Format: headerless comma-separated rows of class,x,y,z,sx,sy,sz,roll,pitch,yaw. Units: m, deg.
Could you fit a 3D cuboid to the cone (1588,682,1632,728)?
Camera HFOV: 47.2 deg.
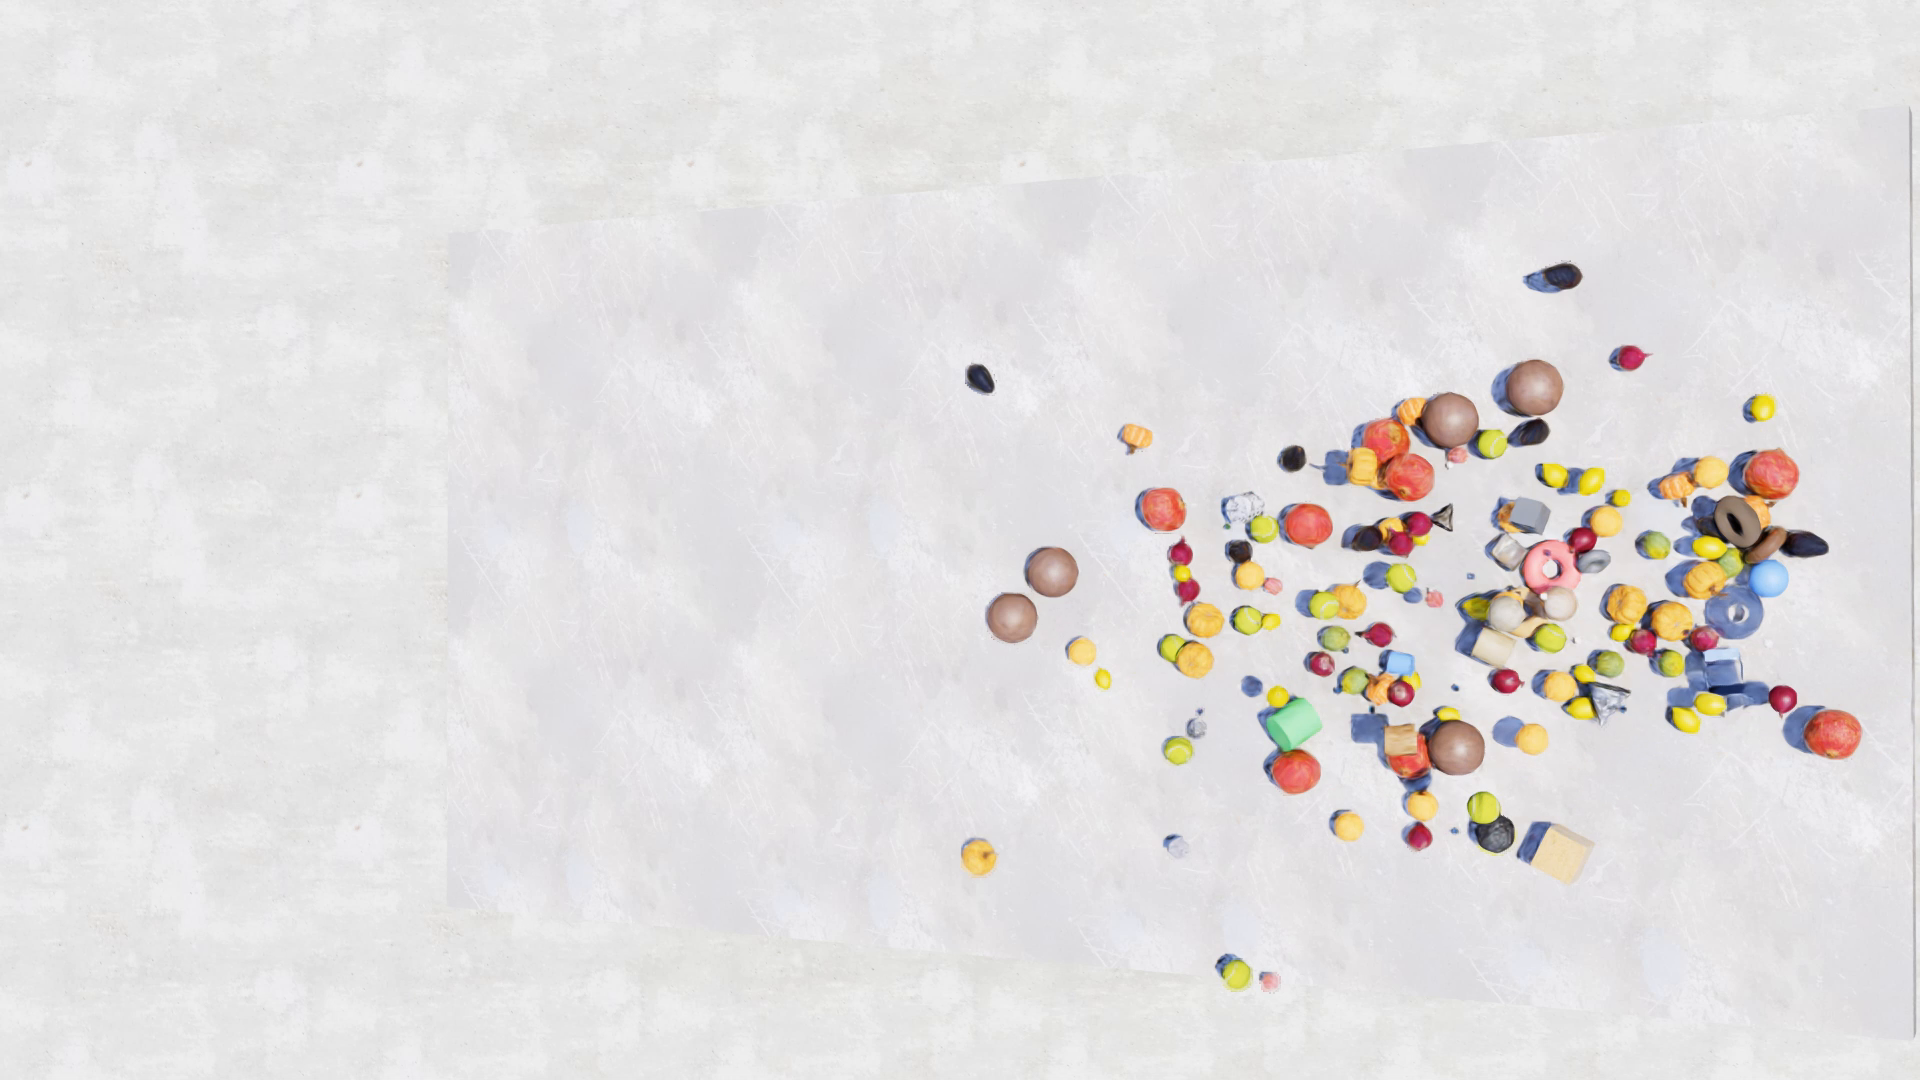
cone,1.449,0.377,4.937,0.097,0.097,0.097,11,97,0

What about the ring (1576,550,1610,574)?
ring,1.427,0.049,4.954,0.078,0.078,0.026,-11,55,0

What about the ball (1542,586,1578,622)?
ball,1.341,0.142,4.917,0.081,0.081,0.081,0,89,0

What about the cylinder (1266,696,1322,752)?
cylinder,0.797,0.440,5.247,0.095,0.095,0.095,-32,89,-15

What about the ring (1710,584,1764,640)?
ring,1.707,0.160,4.835,0.123,0.041,0.123,-3,86,43

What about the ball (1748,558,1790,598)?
ball,1.762,0.084,4.791,0.085,0.085,0.085,0,89,0

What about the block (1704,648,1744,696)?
block,1.671,0.289,4.811,0.073,0.073,0.073,-7,114,15

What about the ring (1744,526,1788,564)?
ring,1.752,0.011,4.780,0.108,0.108,0.036,-44,87,0

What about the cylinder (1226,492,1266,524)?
cylinder,0.694,-0.078,5.341,0.067,0.067,0.067,-16,89,-41

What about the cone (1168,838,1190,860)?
cone,0.541,0.763,5.414,0.051,0.051,0.051,-2,75,9

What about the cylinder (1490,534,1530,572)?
cylinder,1.266,0.030,5.060,0.062,0.062,0.062,41,90,21

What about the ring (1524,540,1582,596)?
ring,1.354,0.067,5.024,0.135,0.045,0.135,-2,87,29

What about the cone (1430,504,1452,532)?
cone,1.137,-0.060,5.136,0.060,0.060,0.060,29,89,0

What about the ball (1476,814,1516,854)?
ball,1.231,0.674,5.056,0.090,0.090,0.090,0,89,0

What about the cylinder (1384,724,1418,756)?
cylinder,0.996,0.453,4.974,0.070,0.070,0.070,-4,89,10

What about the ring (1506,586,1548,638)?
ring,1.298,0.166,5.055,0.117,0.039,0.117,0,90,30

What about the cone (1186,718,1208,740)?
cone,0.579,0.470,5.408,0.053,0.053,0.053,1,96,13

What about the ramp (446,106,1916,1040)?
ramp,0.278,0.079,5.660,4.000,0.100,2.000,0,89,27

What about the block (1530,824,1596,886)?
block,1.367,0.711,4.982,0.095,0.095,0.095,28,102,25

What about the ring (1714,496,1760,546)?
ring,1.681,-0.040,4.757,0.040,0.120,0.120,-27,89,-17

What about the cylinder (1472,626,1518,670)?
cylinder,1.219,0.246,5.019,0.076,0.076,0.076,28,89,17

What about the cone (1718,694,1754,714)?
cone,1.713,0.353,4.842,0.072,0.072,0.072,7,89,19

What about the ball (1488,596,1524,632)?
ball,1.222,0.166,4.921,0.082,0.082,0.082,0,89,0

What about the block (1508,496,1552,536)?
block,1.290,-0.055,4.976,0.062,0.062,0.062,18,83,36
